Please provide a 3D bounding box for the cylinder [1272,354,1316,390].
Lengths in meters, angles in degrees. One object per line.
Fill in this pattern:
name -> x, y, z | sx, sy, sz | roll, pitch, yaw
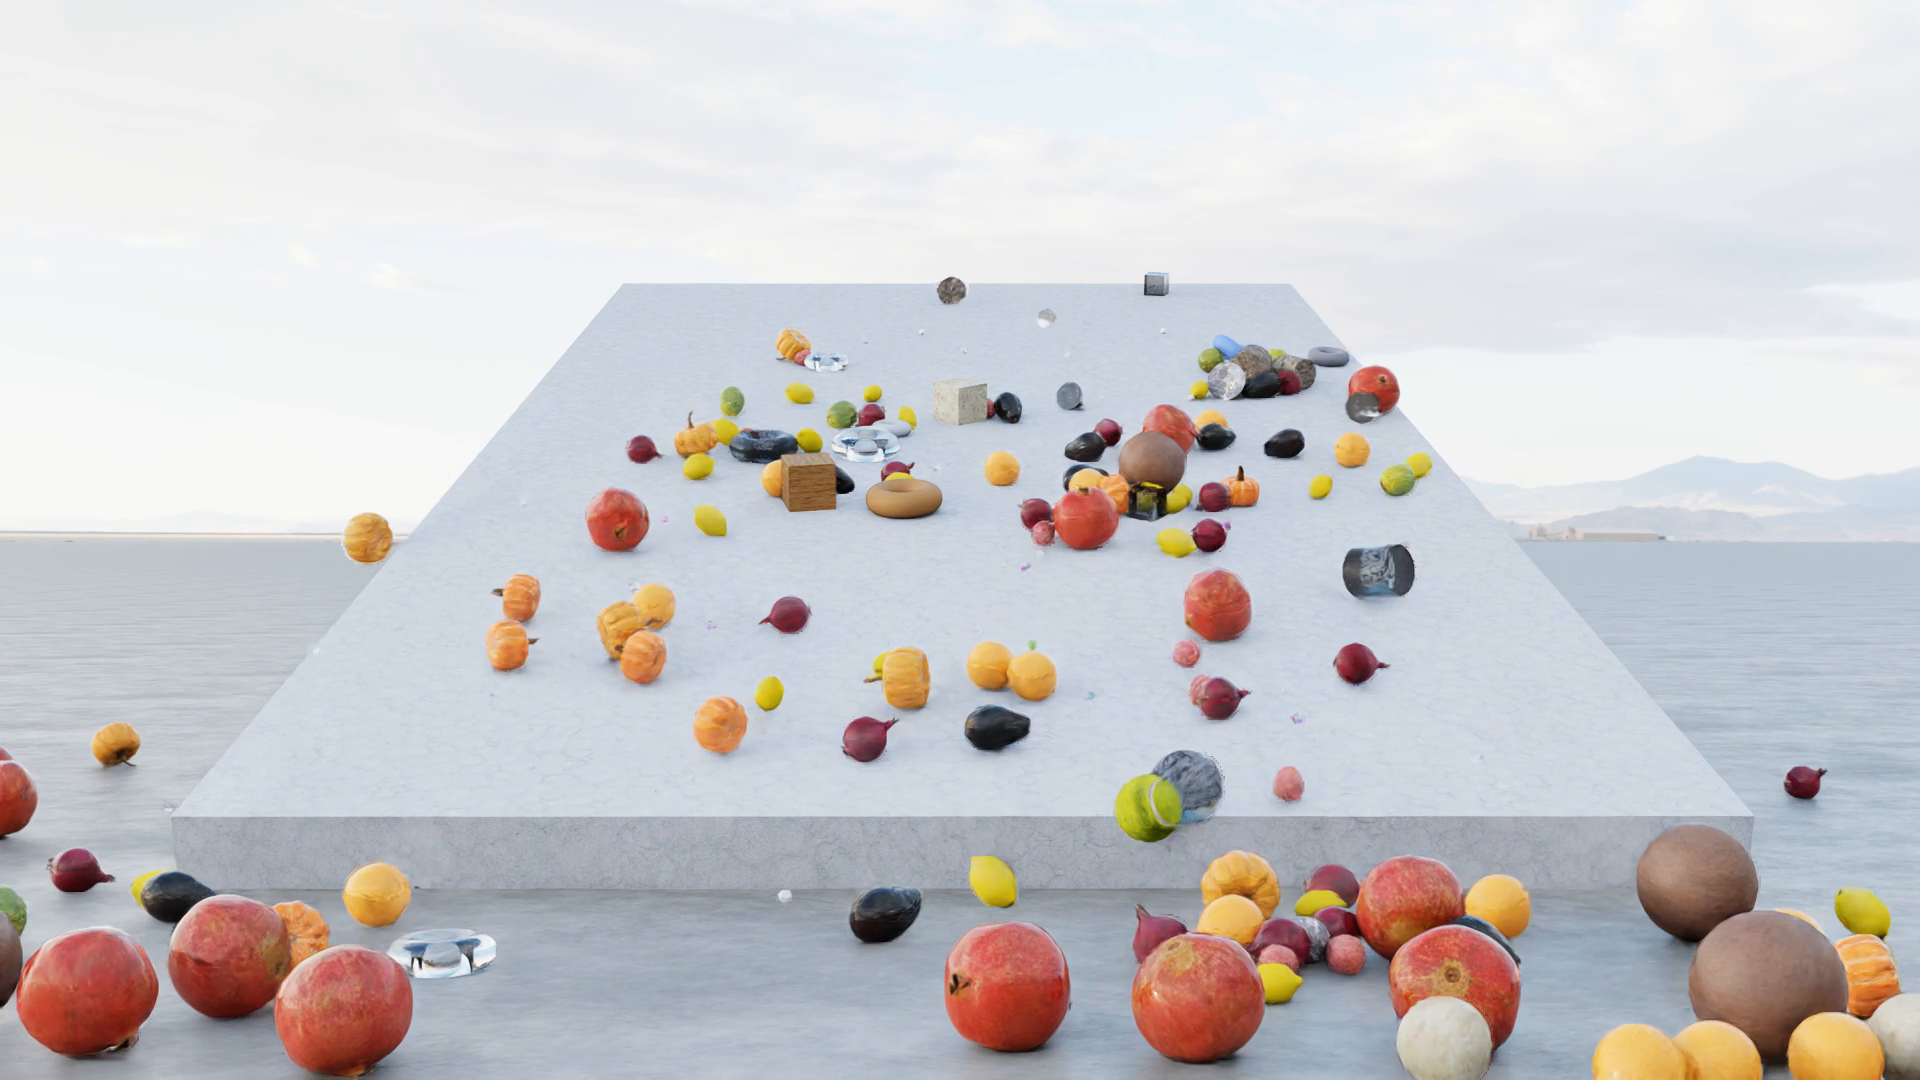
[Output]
cylinder -> 0.787, -0.396, 5.217 | 0.075, 0.075, 0.075 | 0, 14, -34

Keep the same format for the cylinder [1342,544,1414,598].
cylinder -> 0.684, 0.051, 3.611 | 0.083, 0.083, 0.083 | 0, -3, -43

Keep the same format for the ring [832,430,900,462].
ring -> -0.195, -0.196, 4.577 | 0.143, 0.048, 0.143 | 1, 15, 0

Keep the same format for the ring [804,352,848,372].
ring -> -0.328, -0.438, 5.427 | 0.108, 0.036, 0.108 | 1, 15, 0

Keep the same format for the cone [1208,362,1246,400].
cone -> 0.631, -0.358, 5.148 | 0.090, 0.090, 0.090 | 0, -11, 21

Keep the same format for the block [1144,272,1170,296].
block -> 0.573, -0.746, 6.444 | 0.060, 0.060, 0.060 | 6, 17, 19

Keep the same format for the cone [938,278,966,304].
cone -> -0.023, -0.701, 6.327 | 0.083, 0.083, 0.083 | 0, -10, 0

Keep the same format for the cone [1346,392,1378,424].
cone -> 0.889, -0.285, 4.912 | 0.072, 0.072, 0.072 | 0, -10, 3

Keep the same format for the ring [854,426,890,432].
ring -> -0.191, -0.220, 4.689 | 0.093, 0.031, 0.093 | 1, 15, 0

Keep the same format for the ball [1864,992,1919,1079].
ball -> 0.774, 0.406, 1.785 | 0.081, 0.081, 0.081 | 0, 0, 0

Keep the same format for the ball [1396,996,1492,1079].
ball -> 0.394, 0.409, 1.798 | 0.076, 0.076, 0.076 | 0, 0, 0

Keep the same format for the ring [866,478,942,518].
ring -> -0.105, -0.079, 4.172 | 0.146, 0.049, 0.146 | -1, 17, 0

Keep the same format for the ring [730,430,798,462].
ring -> -0.406, -0.195, 4.572 | 0.143, 0.048, 0.143 | 0, 15, 0

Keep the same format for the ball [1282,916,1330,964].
ball -> 0.364, 0.421, 2.322 | 0.050, 0.050, 0.050 | 0, 0, 0

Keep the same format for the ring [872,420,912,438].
ring -> -0.148, -0.241, 4.763 | 0.086, 0.029, 0.086 | 1, 15, 0

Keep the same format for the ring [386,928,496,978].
ring -> -0.536, 0.427, 2.289 | 0.111, 0.037, 0.111 | -1, 0, 0

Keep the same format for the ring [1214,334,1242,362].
ring -> 0.669, -0.459, 5.419 | 0.116, 0.039, 0.116 | 40, 1, 0

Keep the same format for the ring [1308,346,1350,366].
ring -> 0.916, -0.455, 5.492 | 0.103, 0.034, 0.103 | 3, 19, -1

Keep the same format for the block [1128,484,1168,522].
block -> 0.351, -0.068, 4.130 | 0.052, 0.052, 0.052 | 11, 20, 33

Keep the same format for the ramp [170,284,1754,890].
ramp -> -0.002, -0.163, 4.726 | 2.000, 0.100, 4.000 | 0, 16, 0

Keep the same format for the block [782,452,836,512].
block -> -0.288, -0.110, 4.204 | 0.090, 0.090, 0.090 | -4, 17, -13

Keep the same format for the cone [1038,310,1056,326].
cone -> 0.240, -0.594, 5.987 | 0.050, 0.050, 0.050 | 0, -11, 15

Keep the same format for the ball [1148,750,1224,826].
ball -> 0.282, 0.309, 2.763 | 0.093, 0.093, 0.093 | 0, 0, 0

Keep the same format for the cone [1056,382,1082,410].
cone -> 0.263, -0.319, 5.032 | 0.066, 0.066, 0.066 | 0, -14, 32

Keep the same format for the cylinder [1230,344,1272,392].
cylinder -> 0.684, -0.406, 5.214 | 0.094, 0.094, 0.094 | 0, 16, 16

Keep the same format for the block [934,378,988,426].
block -> 0.001, -0.307, 4.893 | 0.084, 0.084, 0.084 | -14, 21, -39
